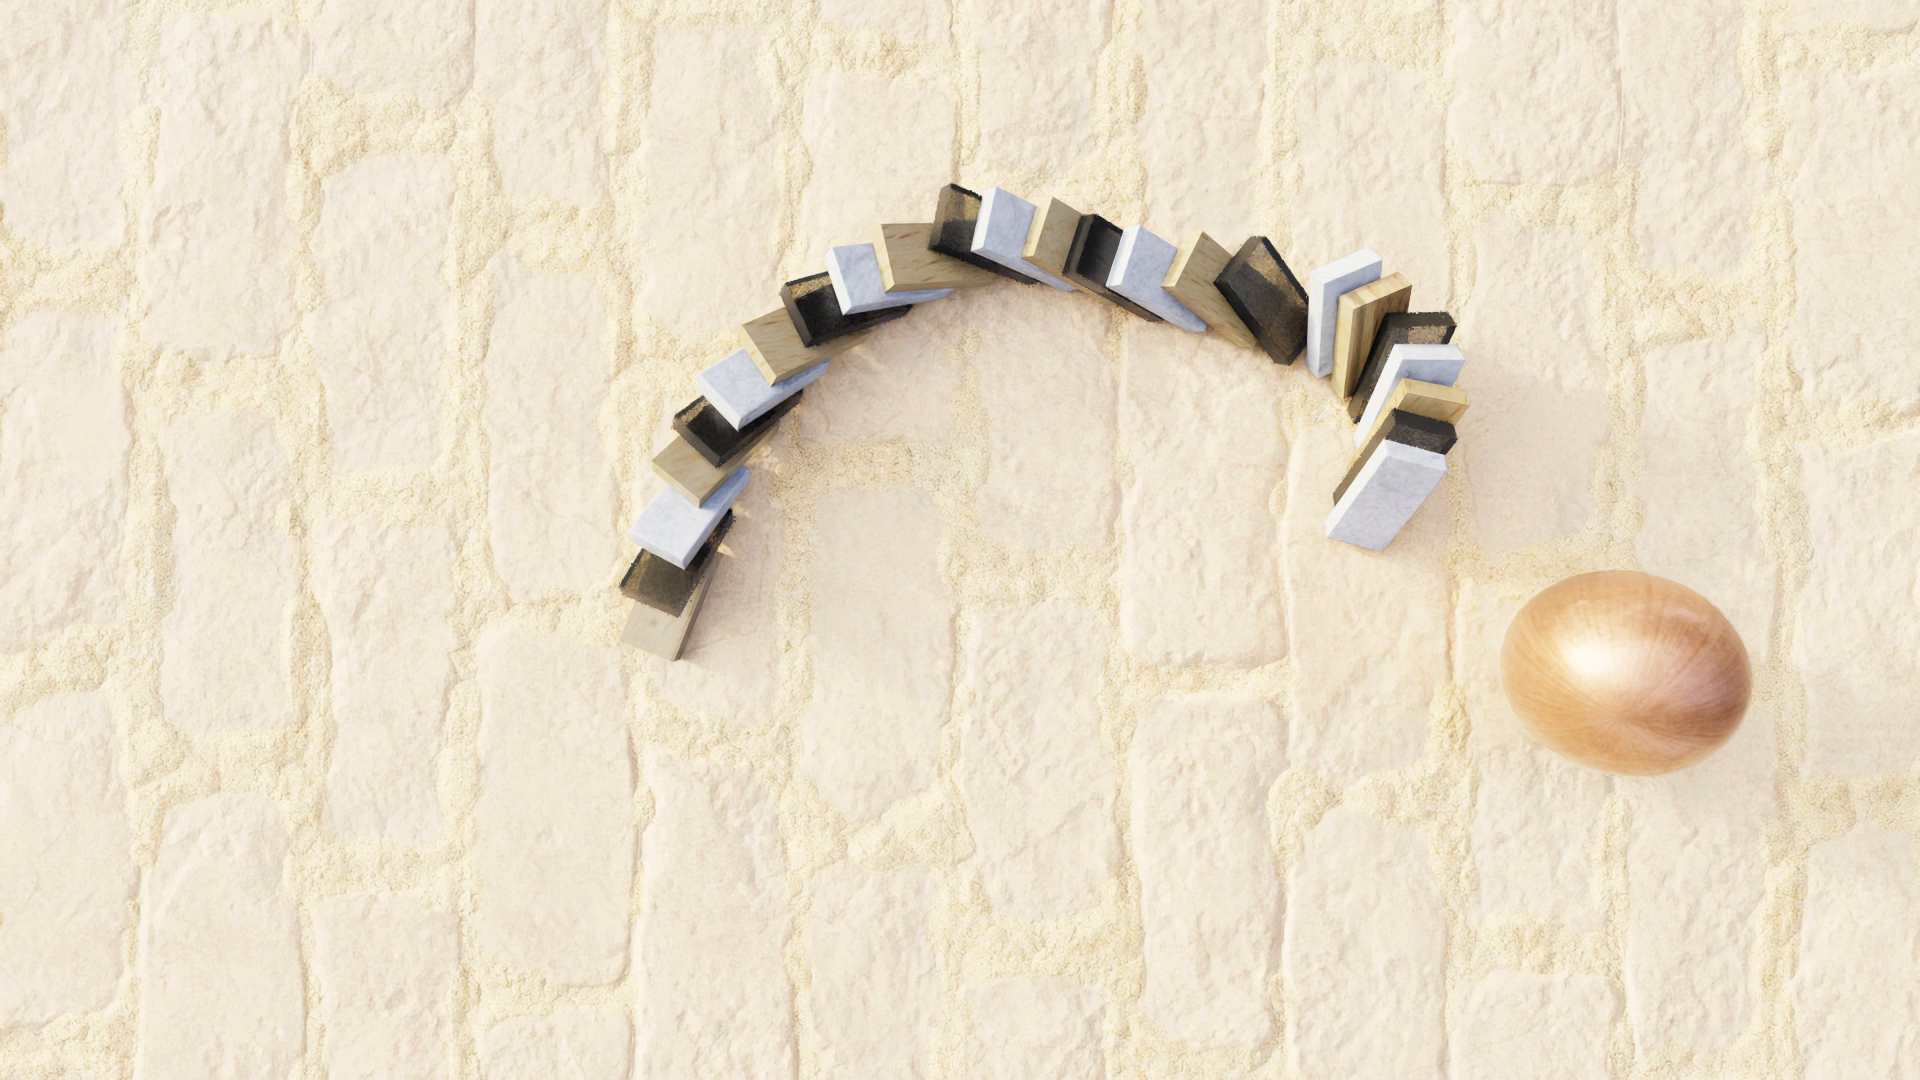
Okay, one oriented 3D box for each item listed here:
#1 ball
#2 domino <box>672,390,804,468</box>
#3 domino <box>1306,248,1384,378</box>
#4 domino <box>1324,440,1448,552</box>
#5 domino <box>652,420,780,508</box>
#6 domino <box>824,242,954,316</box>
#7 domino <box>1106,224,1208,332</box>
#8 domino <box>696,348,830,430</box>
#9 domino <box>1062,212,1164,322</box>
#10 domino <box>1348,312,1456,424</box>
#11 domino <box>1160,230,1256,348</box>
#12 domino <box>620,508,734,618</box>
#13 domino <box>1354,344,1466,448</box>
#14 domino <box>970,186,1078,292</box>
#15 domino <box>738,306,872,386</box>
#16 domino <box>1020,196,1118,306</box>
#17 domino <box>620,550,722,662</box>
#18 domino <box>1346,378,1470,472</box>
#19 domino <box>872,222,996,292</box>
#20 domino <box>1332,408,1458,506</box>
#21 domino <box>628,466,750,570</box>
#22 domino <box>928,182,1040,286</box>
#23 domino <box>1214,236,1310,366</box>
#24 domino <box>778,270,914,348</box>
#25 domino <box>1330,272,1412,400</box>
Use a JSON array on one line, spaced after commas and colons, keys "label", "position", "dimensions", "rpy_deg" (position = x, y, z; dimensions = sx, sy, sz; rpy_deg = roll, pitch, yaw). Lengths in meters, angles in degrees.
[{"label": "ball", "position": [0.258, 0.051, 0.360], "dimensions": [0.080, 0.080, 0.080], "rpy_deg": [0, 90, 0]}, {"label": "domino", "position": [-0.092, -0.055, 0.382], "dimensions": [0.025, 0.009, 0.050], "rpy_deg": [42, 58, 2]}, {"label": "domino", "position": [0.158, -0.093, 0.378], "dimensions": [0.025, 0.050, 0.010], "rpy_deg": [-23, 49, 0]}, {"label": "domino", "position": [0.175, -0.017, 0.378], "dimensions": [0.025, 0.050, 0.009], "rpy_deg": [15, 48, 0]}, {"label": "domino", "position": [-0.102, -0.040, 0.385], "dimensions": [0.025, 0.009, 0.050], "rpy_deg": [39, 63, 0]}, {"label": "domino", "position": [-0.029, -0.111, 0.383], "dimensions": [0.050, 0.010, 0.025], "rpy_deg": [-18, 90, -30]}, {"label": "domino", "position": [0.086, -0.108, 0.383], "dimensions": [0.050, 0.009, 0.025], "rpy_deg": [18, 90, -31]}, {"label": "domino", "position": [-0.081, -0.069, 0.382], "dimensions": [0.025, 0.009, 0.050], "rpy_deg": [46, 58, 4]}, {"label": "domino", "position": [0.068, -0.113, 0.383], "dimensions": [0.050, 0.009, 0.025], "rpy_deg": [18, 90, -31]}, {"label": "domino", "position": [0.181, -0.070, 0.378], "dimensions": [0.025, 0.050, 0.010], "rpy_deg": [-1, 49, 0]}, {"label": "domino", "position": [0.109, -0.104, 0.384], "dimensions": [0.050, 0.010, 0.025], "rpy_deg": [27, 90, -29]}, {"label": "domino", "position": [-0.117, 0.005, 0.383], "dimensions": [0.025, 0.009, 0.050], "rpy_deg": [22, 61, 0]}, {"label": "domino", "position": [0.184, -0.057, 0.378], "dimensions": [0.025, 0.050, 0.010], "rpy_deg": [0, 49, 0]}, {"label": "domino", "position": [0.030, -0.125, 0.382], "dimensions": [0.050, 0.010, 0.025], "rpy_deg": [13, 89, -31]}, {"label": "domino", "position": [-0.065, -0.086, 0.383], "dimensions": [0.050, 0.010, 0.025], "rpy_deg": [-34, 90, -31]}, {"label": "domino", "position": [0.051, -0.120, 0.383], "dimensions": [0.050, 0.010, 0.025], "rpy_deg": [18, 90, -31]}, {"label": "domino", "position": [-0.124, 0.024, 0.395], "dimensions": [0.025, 0.009, 0.050], "rpy_deg": [22, 90, 0]}, {"label": "domino", "position": [0.183, -0.042, 0.378], "dimensions": [0.025, 0.050, 0.009], "rpy_deg": [11, 48, 0]}, {"label": "domino", "position": [-0.010, -0.119, 0.383], "dimensions": [0.050, 0.009, 0.025], "rpy_deg": [-13, 90, -30]}, {"label": "domino", "position": [0.178, -0.029, 0.378], "dimensions": [0.025, 0.050, 0.010], "rpy_deg": [15, 48, 0]}, {"label": "domino", "position": [-0.112, -0.015, 0.383], "dimensions": [0.025, 0.009, 0.050], "rpy_deg": [27, 61, 3]}, {"label": "domino", "position": [0.013, -0.127, 0.384], "dimensions": [0.050, 0.010, 0.025], "rpy_deg": [11, 90, -29]}, {"label": "domino", "position": [0.130, -0.100, 0.383], "dimensions": [0.050, 0.009, 0.025], "rpy_deg": [41, 87, -28]}, {"label": "domino", "position": [-0.047, -0.101, 0.384], "dimensions": [0.050, 0.010, 0.025], "rpy_deg": [-26, 90, -29]}, {"label": "domino", "position": [0.169, -0.083, 0.378], "dimensions": [0.025, 0.050, 0.009], "rpy_deg": [-23, 51, 0]}]
